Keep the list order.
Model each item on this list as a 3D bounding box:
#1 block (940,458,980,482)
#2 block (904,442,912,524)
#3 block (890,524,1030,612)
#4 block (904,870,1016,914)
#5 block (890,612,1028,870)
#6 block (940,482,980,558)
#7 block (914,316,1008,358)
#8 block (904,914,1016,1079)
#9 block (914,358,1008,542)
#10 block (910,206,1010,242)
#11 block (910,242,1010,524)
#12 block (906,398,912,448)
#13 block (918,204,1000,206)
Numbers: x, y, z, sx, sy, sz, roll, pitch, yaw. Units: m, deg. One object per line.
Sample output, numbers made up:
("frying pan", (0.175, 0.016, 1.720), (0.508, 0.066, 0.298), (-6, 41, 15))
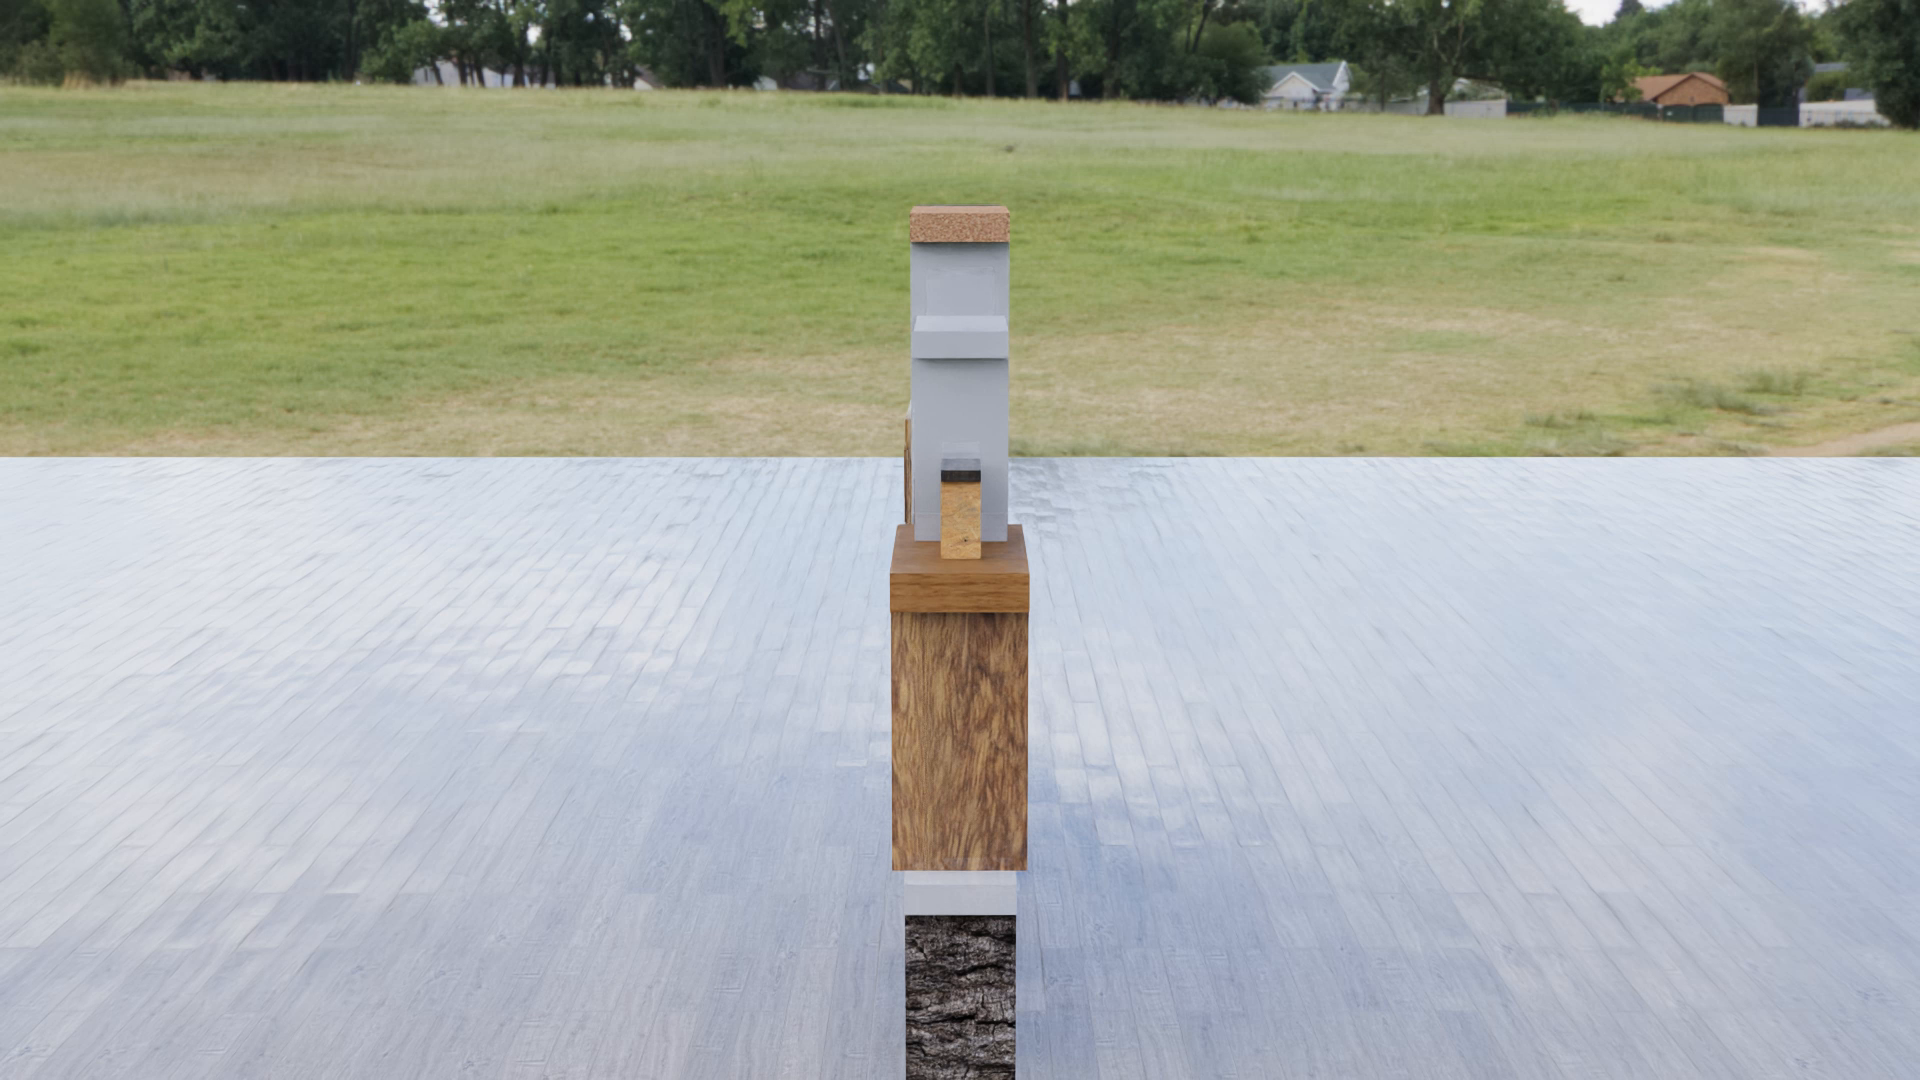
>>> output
("block", (0.001, -0.090, 2.816), (0.050, 0.014, 0.101), (0, 11, 0))
("block", (-0.010, 0.002, 3.871), (0.174, 0.347, 0.049), (0, 10, 1))
("block", (0.000, 0.034, 2.876), (0.172, 0.049, 0.345), (0, 11, 0))
("block", (0.001, 0.426, 2.897), (0.141, 0.040, 0.283), (0, 11, 0))
("block", (0.000, 0.248, 2.799), (0.172, 0.345, 0.049), (0, 11, 0))
("block", (0.001, -0.027, 2.793), (0.050, 0.101, 0.014), (0, 11, 0))
("block", (0.001, -0.275, 2.963), (0.123, 0.035, 0.246), (0, 11, 0))
("block", (0.001, 0.601, 2.834), (0.141, 0.283, 0.040), (0, 11, 0))
("block", (0.001, -0.122, 2.908), (0.123, 0.246, 0.035), (0, 11, 0))
("block", (-0.001, -0.521, 3.618), (0.158, 0.045, 0.315), (0, 11, 0))
("block", (0.000, -0.178, 3.574), (0.158, 0.614, 0.045), (0, 10, 0))
("block", (-0.005, -0.214, 3.948), (0.174, 0.049, 0.347), (0, 11, 1))
("block", (-0.004, -0.572, 3.930), (0.154, 0.044, 0.309), (0, 11, 1))
